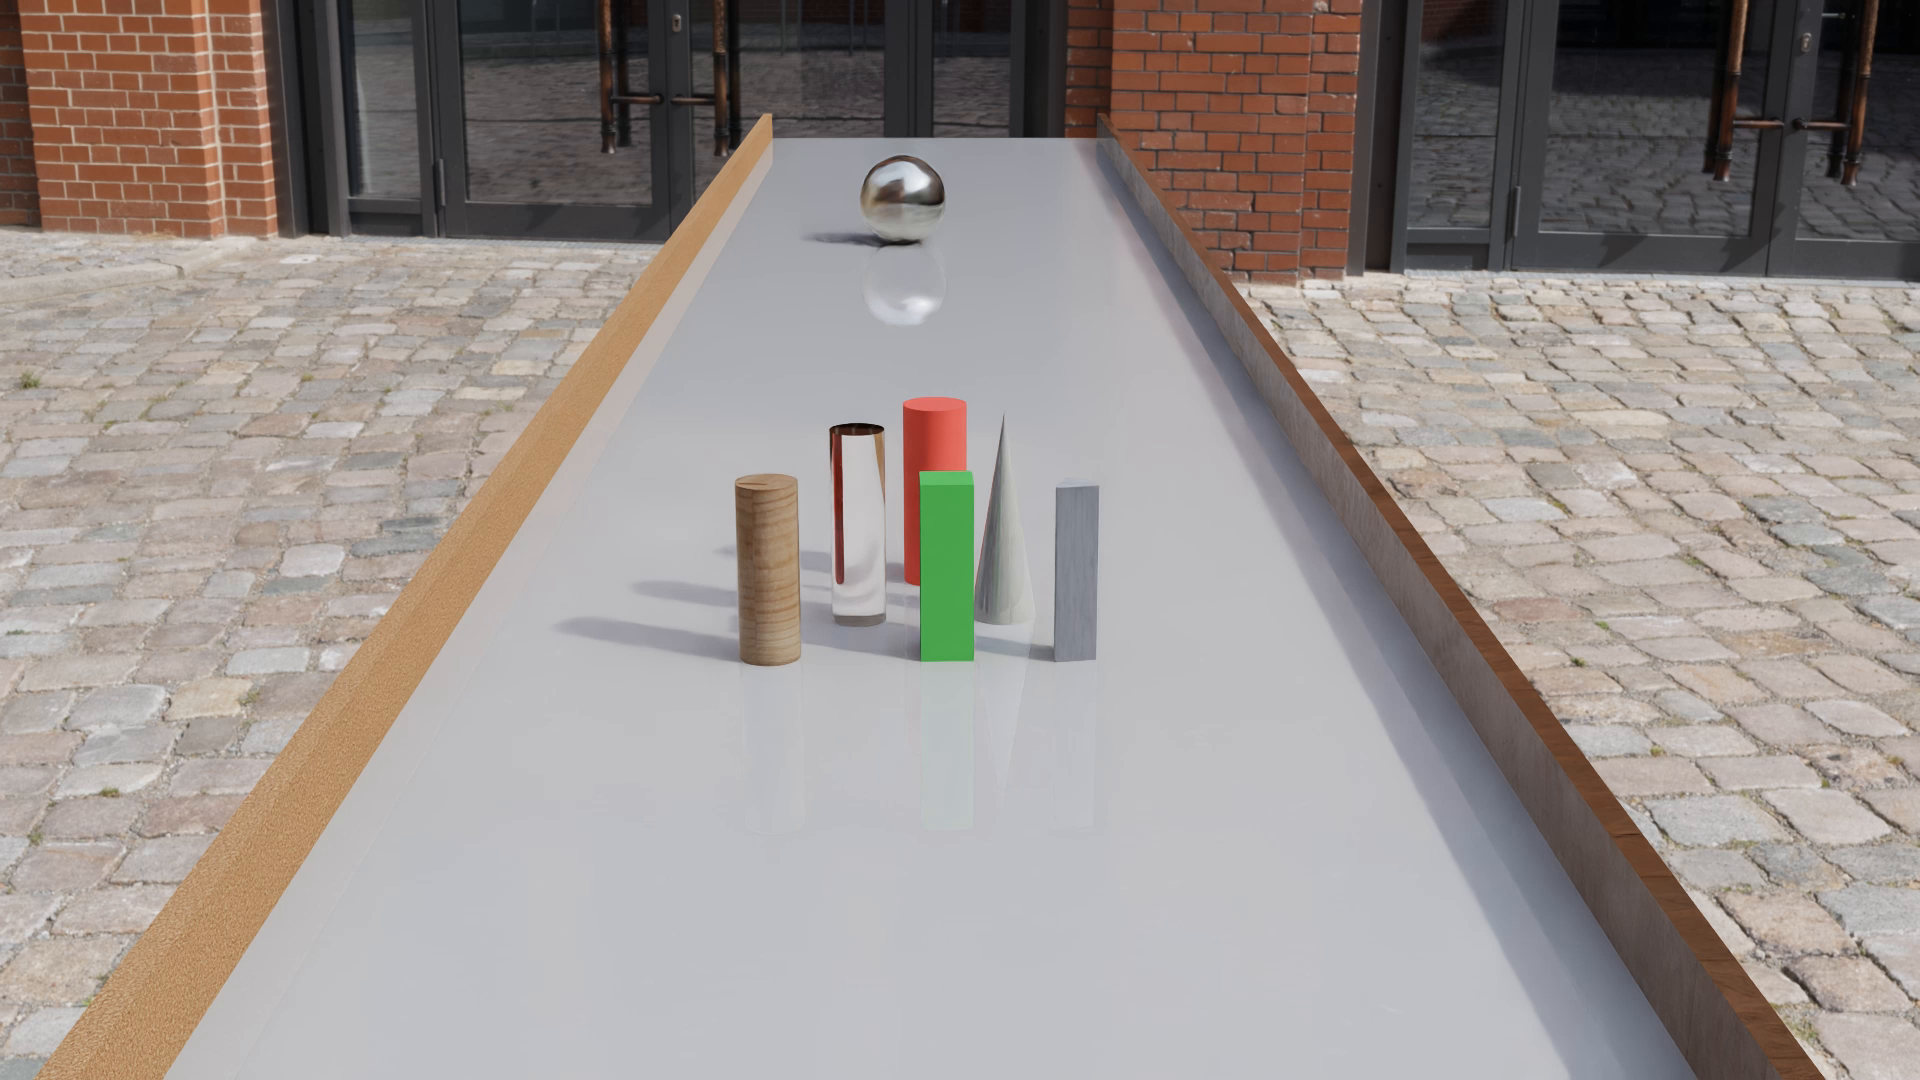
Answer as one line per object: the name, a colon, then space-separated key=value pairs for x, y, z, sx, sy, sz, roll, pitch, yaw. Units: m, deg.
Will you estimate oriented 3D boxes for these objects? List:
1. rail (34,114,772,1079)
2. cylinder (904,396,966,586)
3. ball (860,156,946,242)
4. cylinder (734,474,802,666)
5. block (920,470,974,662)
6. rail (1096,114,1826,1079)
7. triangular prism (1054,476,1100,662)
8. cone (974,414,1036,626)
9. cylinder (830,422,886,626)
rail: x=-1.118 y=-0.838 z=7.780 sx=0.050 sy=0.150 sz=12.000 roll=0 pitch=17 yaw=-1
cylinder: x=-0.055 y=-0.107 z=4.883 sx=0.140 sy=0.401 sz=0.140 roll=0 pitch=17 yaw=0
ball: x=-0.247 y=-1.478 z=9.539 sx=0.374 sy=0.374 sz=0.374 roll=0 pitch=17 yaw=0
cylinder: x=-0.383 y=0.059 z=4.388 sx=0.125 sy=0.365 sz=0.125 roll=0 pitch=17 yaw=0
block: x=-0.027 y=0.053 z=4.407 sx=0.105 sy=0.366 sz=0.105 roll=-1 pitch=17 yaw=-2
rail: x=0.932 y=-0.844 z=7.801 sx=0.050 sy=0.150 sz=12.000 roll=0 pitch=17 yaw=-1
triangular prism: x=0.225 y=0.058 z=4.395 sx=0.087 sy=0.363 sz=0.076 roll=-3 pitch=17 yaw=-10
cone: x=0.092 y=-0.055 z=4.628 sx=0.140 sy=0.447 sz=0.140 roll=0 pitch=17 yaw=0
cylinder: x=-0.214 y=-0.031 z=4.609 sx=0.115 sy=0.412 sz=0.115 roll=0 pitch=17 yaw=0
